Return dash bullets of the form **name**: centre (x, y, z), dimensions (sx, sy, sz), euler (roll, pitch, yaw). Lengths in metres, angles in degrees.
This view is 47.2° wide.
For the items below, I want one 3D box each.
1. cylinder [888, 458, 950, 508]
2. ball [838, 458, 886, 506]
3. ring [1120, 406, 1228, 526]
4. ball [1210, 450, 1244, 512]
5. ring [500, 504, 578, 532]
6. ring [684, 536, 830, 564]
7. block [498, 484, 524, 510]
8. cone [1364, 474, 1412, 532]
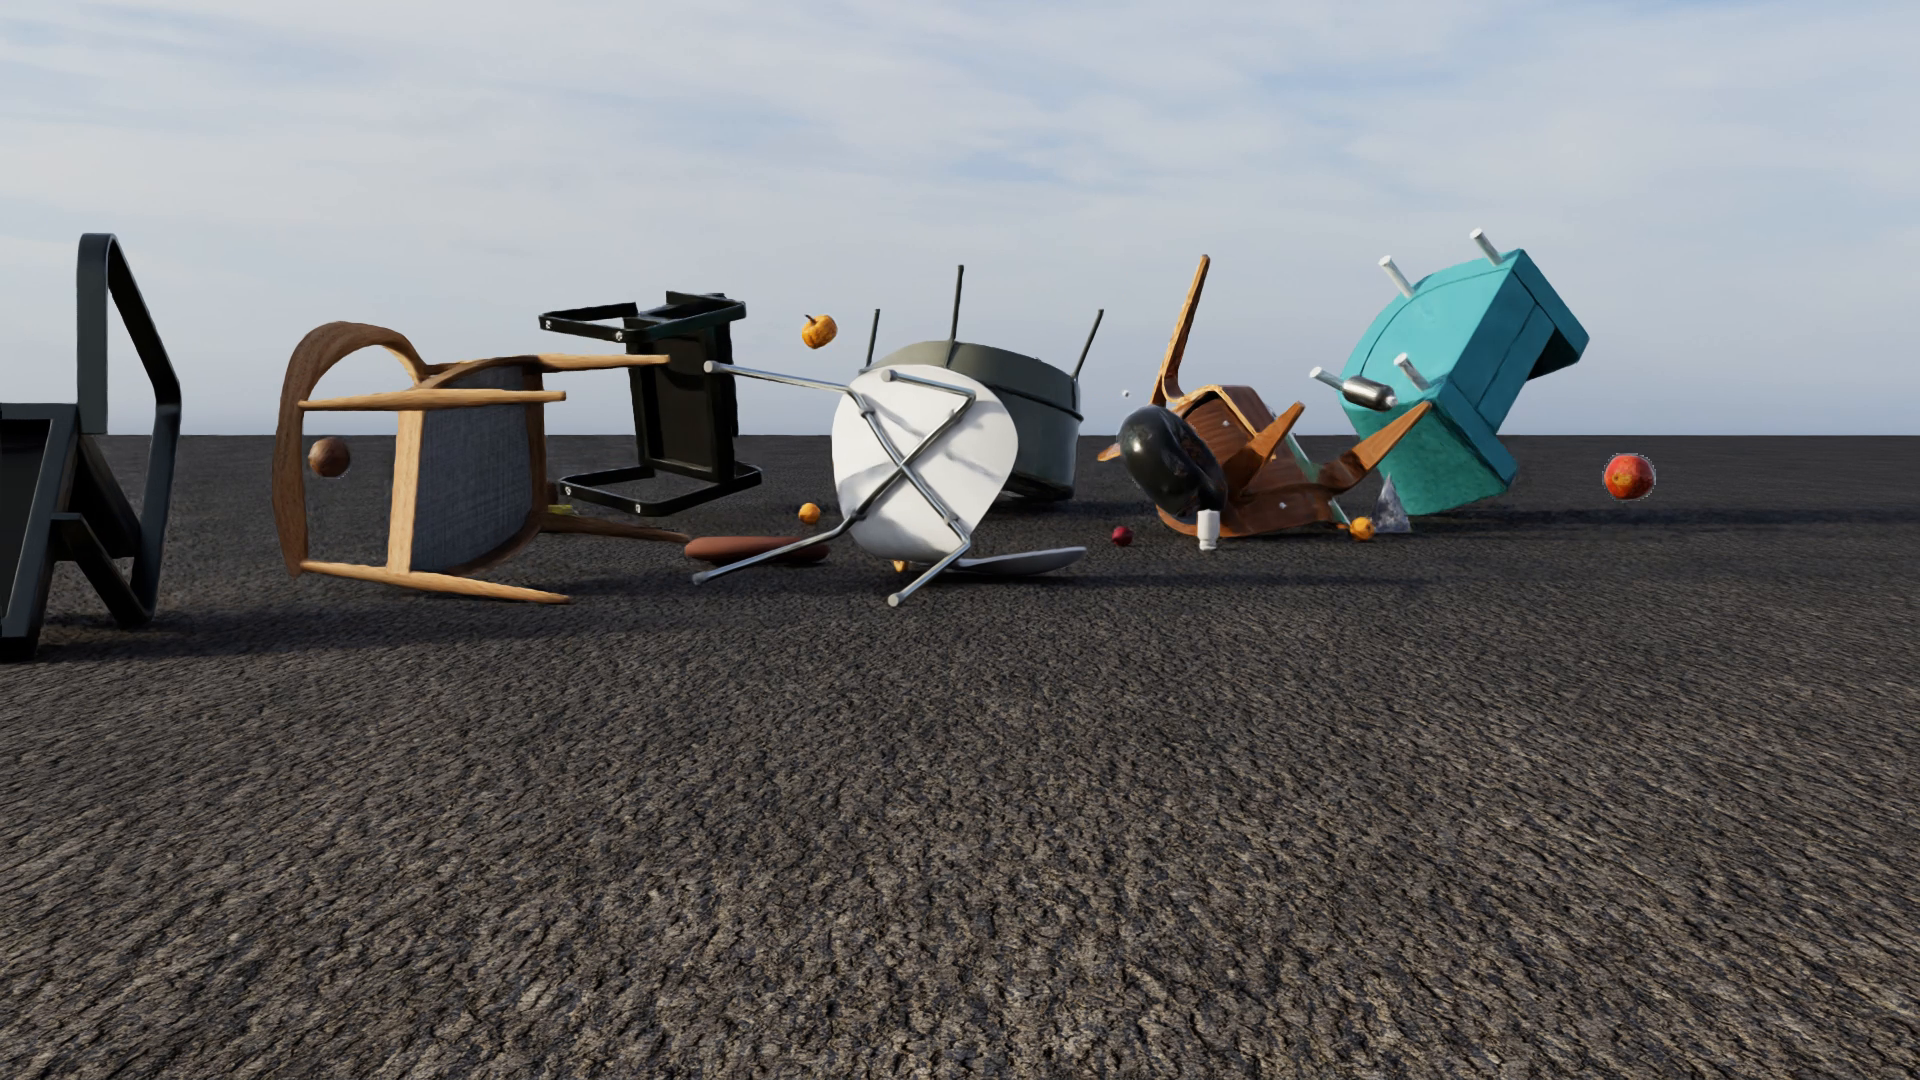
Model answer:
- **cylinder**: centre (-0.138, -0.197, 7.579), dimensions (0.201, 0.105, 0.135), euler (21, -16, -15)
- **ball**: centre (-0.378, -0.225, 8.454), dimensions (0.188, 0.188, 0.188), euler (0, 4, 0)
- **ring**: centre (0.635, -0.222, 6.528), dimensions (0.165, 0.402, 0.387), euler (-40, -21, 20)
- **ball**: centre (0.906, -0.209, 7.923), dimensions (0.228, 0.228, 0.228), euler (0, 4, 0)
- **ring**: centre (-1.325, -0.068, 6.928), dimensions (0.242, 0.080, 0.240), euler (-4, 0, -27)
- **ring**: centre (-0.519, 0.026, 5.615), dimensions (0.370, 0.059, 0.217), euler (1, -5, 0)
- **block**: centre (-1.561, -0.137, 7.662), dimensions (0.064, 0.063, 0.092), euler (-25, 36, -9)
- **cone**: centre (1.351, -0.119, 6.929), dimensions (0.157, 0.185, 0.133), euler (2, 4, 29)
